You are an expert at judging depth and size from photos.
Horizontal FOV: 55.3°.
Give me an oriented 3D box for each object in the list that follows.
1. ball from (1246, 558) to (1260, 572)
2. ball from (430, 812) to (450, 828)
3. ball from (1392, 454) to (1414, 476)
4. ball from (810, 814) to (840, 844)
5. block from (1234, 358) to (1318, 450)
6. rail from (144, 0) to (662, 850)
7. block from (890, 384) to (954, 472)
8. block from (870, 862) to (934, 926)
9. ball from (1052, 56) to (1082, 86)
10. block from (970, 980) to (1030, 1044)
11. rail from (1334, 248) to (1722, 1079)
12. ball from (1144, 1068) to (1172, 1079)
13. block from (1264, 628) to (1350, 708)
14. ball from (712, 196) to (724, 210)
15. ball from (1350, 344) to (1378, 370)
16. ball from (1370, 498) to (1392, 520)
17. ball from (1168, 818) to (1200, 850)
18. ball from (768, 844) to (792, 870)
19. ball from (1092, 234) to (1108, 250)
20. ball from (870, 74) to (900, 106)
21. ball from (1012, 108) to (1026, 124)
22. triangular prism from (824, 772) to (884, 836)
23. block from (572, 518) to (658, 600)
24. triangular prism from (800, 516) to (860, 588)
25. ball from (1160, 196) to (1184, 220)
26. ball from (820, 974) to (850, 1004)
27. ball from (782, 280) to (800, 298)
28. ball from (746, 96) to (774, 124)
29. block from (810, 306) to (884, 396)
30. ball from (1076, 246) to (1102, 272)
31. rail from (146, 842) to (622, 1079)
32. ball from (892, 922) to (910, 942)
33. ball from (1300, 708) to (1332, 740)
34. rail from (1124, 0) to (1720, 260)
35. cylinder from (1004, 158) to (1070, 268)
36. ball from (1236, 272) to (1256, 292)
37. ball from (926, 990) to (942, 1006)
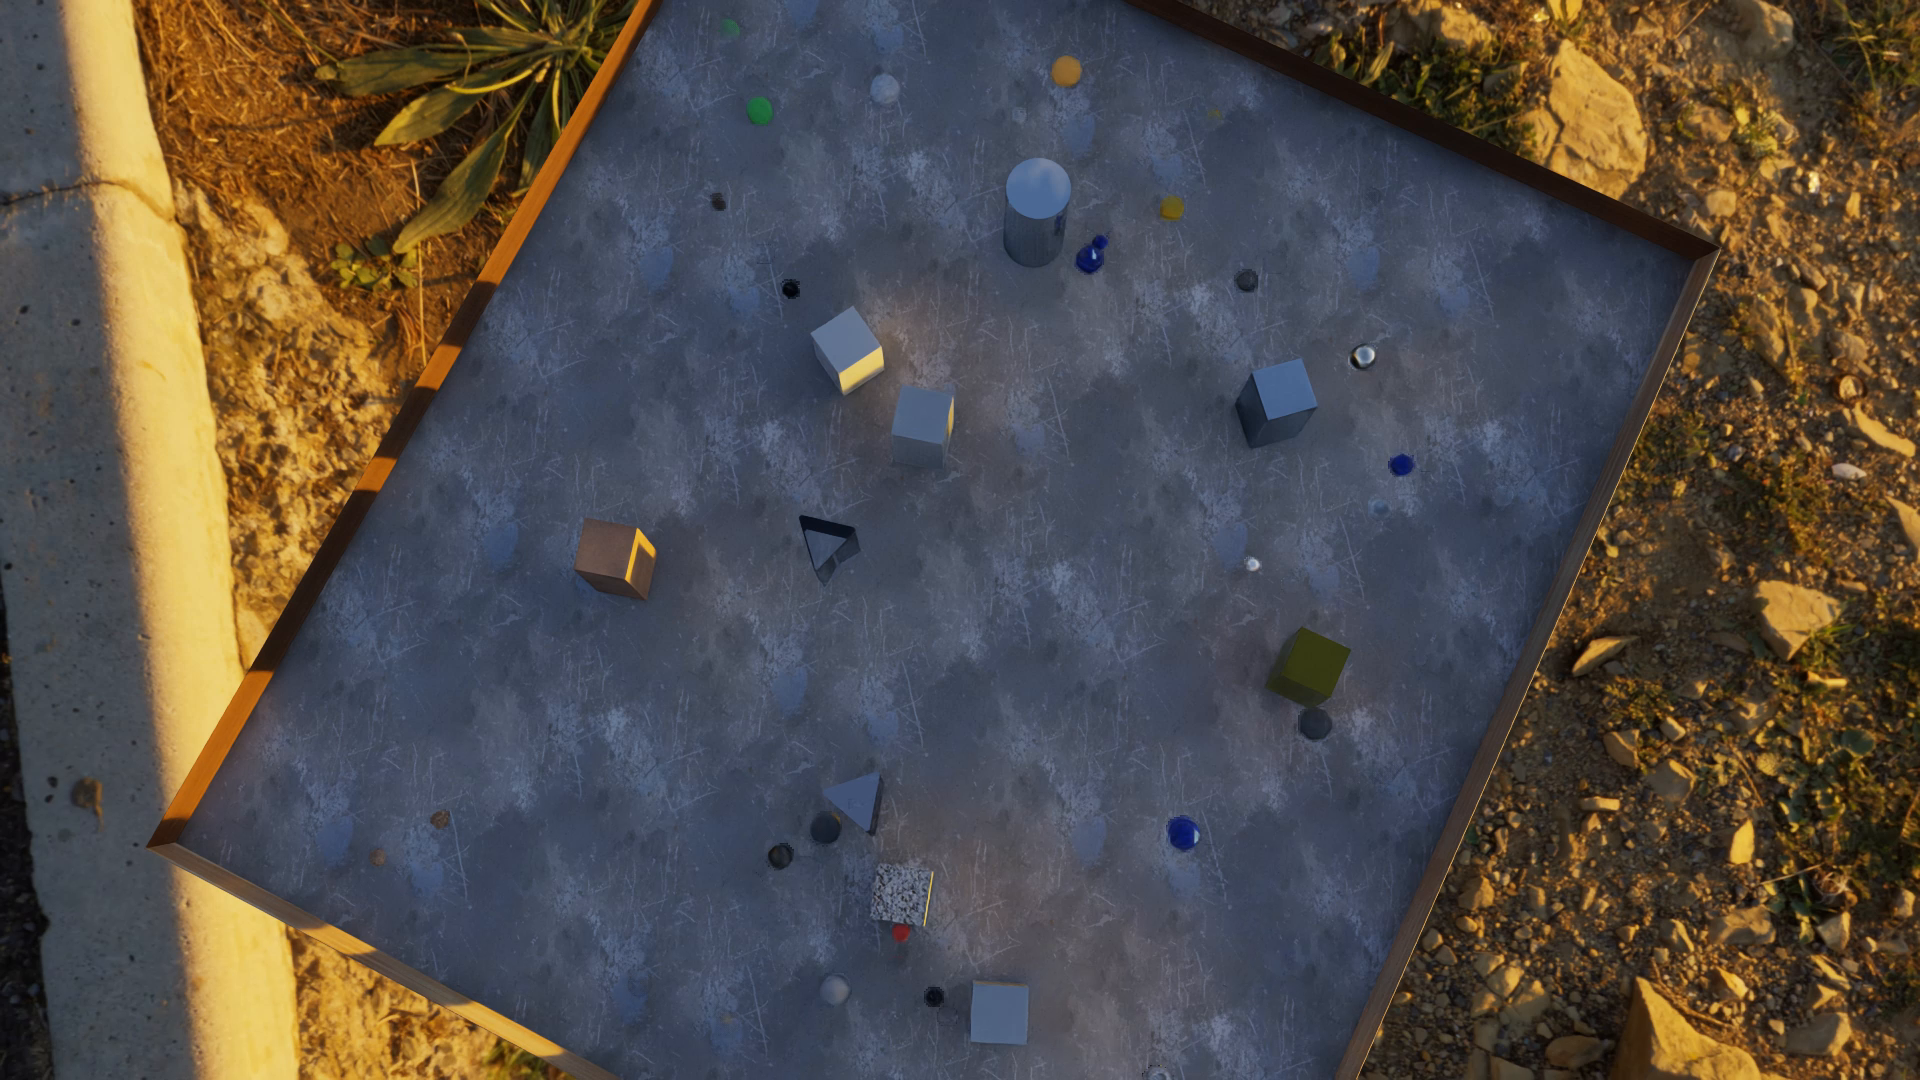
[{"bbox_3d":[0.891,0.076,5.579,0.042,0.042,0.042,0,78,0],"label":"ball"},{"bbox_3d":[-1.537,0.828,5.419,0.052,0.052,0.052,0,78,0],"label":"ball"},{"bbox_3d":[1.359,-0.231,5.630,0.067,0.067,0.067,0,78,0],"label":"ball"},{"bbox_3d":[-0.396,0.851,5.395,0.090,0.090,0.090,0,78,0],"label":"ball"},{"bbox_3d":[0.950,-0.407,5.525,0.154,0.344,0.154,-16,79,-3],"label":"block"},{"bbox_3d":[-1.500,-0.728,5.702,0.045,0.125,3.755,26,80,5],"label":"rail"},{"bbox_3d":[-0.111,-0.334,5.518,0.154,0.327,0.154,12,79,2],"label":"block"},{"bbox_3d":[-0.166,1.022,5.274,0.154,0.256,0.154,9,78,2],"label":"block"},{"bbox_3d":[0.342,-1.506,5.880,0.095,0.095,0.095,0,78,0],"label":"ball"},{"bbox_3d":[0.109,1.332,5.179,0.154,0.318,0.154,3,78,1],"label":"block"},{"bbox_3d":[1.500,0.741,5.398,0.045,0.125,3.755,26,80,5],"label":"rail"},{"bbox_3d":[0.568,1.555,5.253,0.082,0.082,0.082,0,78,0],"label":"ball"},{"bbox_3d":[1.019,0.379,5.388,0.154,0.294,0.154,25,79,5],"label":"block"},{"bbox_3d":[-0.768,-1.071,5.817,0.042,0.042,0.042,0,78,0],"label":"ball"},{"bbox_3d":[1.254,-0.569,5.692,0.083,0.083,0.083,0,78,0],"label":"ball"},{"bbox_3d":[1.286,-0.094,5.603,0.065,0.065,0.065,0,78,0],"label":"ball"},{"bbox_3d":[0.658,0.866,5.389,0.095,0.095,0.095,0,78,0],"label":"ball"},{"bbox_3d":[-0.529,0.932,5.387,0.071,0.071,0.071,0,78,0],"label":"ball"},{"bbox_3d":[0.443,-0.940,5.787,0.047,0.047,0.047,0,78,0],"label":"ball"},{"bbox_3d":[-0.241,-1.442,5.866,0.096,0.096,0.096,0,78,0],"label":"ball"},{"bbox_3d":[0.189,-1.362,5.873,0.050,0.050,0.050,0,78,0],"label":"ball"},{"bbox_3d":[-0.273,0.737,5.281,0.166,0.358,0.144,40,81,8],"label":"triangular prism"},{"bbox_3d":[-1.015,0.060,5.419,0.154,0.363,0.154,11,79,2],"label":"block"},{"bbox_3d":[-0.412,0.010,5.454,0.144,0.314,0.166,43,81,8],"label":"triangular prism"},{"bbox_3d":[0.671,-1.050,5.794,0.078,0.078,0.078,0,78,0],"label":"ball"},{"bbox_3d":[-0.361,1.301,5.303,0.086,0.086,0.086,0,78,0],"label":"ball"},{"bbox_3d":[-0.531,-0.788,5.753,0.052,0.052,0.052,0,78,0],"label":"ball"},{"bbox_3d":[-0.641,-1.372,5.857,0.086,0.086,0.086,0,78,0],"label":"ball"},{"bbox_3d":[-0.342,-0.576,5.612,0.154,0.243,0.154,-34,80,-7],"label":"block"},{"bbox_3d":[0.407,-0.882,5.756,0.085,0.085,0.085,0,78,0],"label":"ball"},{"bbox_3d":[-0.829,1.630,5.214,3.401,0.125,0.045,26,80,5],"label":"rail"},{"bbox_3d":[-0.172,1.144,5.350,0.055,0.055,0.055,0,78,0],"label":"ball"},{"bbox_3d":[1.058,0.548,5.449,0.096,0.096,0.096,0,78,0],"label":"ball"},{"bbox_3d":[0.829,-1.617,5.886,3.401,0.125,0.045,26,80,5],"label":"rail"},{"bbox_3d":[0.232,-0.997,5.612,0.192,0.412,0.192,0,78,0],"label":"cylinder"},{"bbox_3d":[0.900,-0.810,5.752,0.062,0.062,0.062,0,78,0],"label":"ball"},{"bbox_3d":[-0.074,1.328,5.318,0.046,0.046,0.046,0,78,0],"label":"ball"}]
